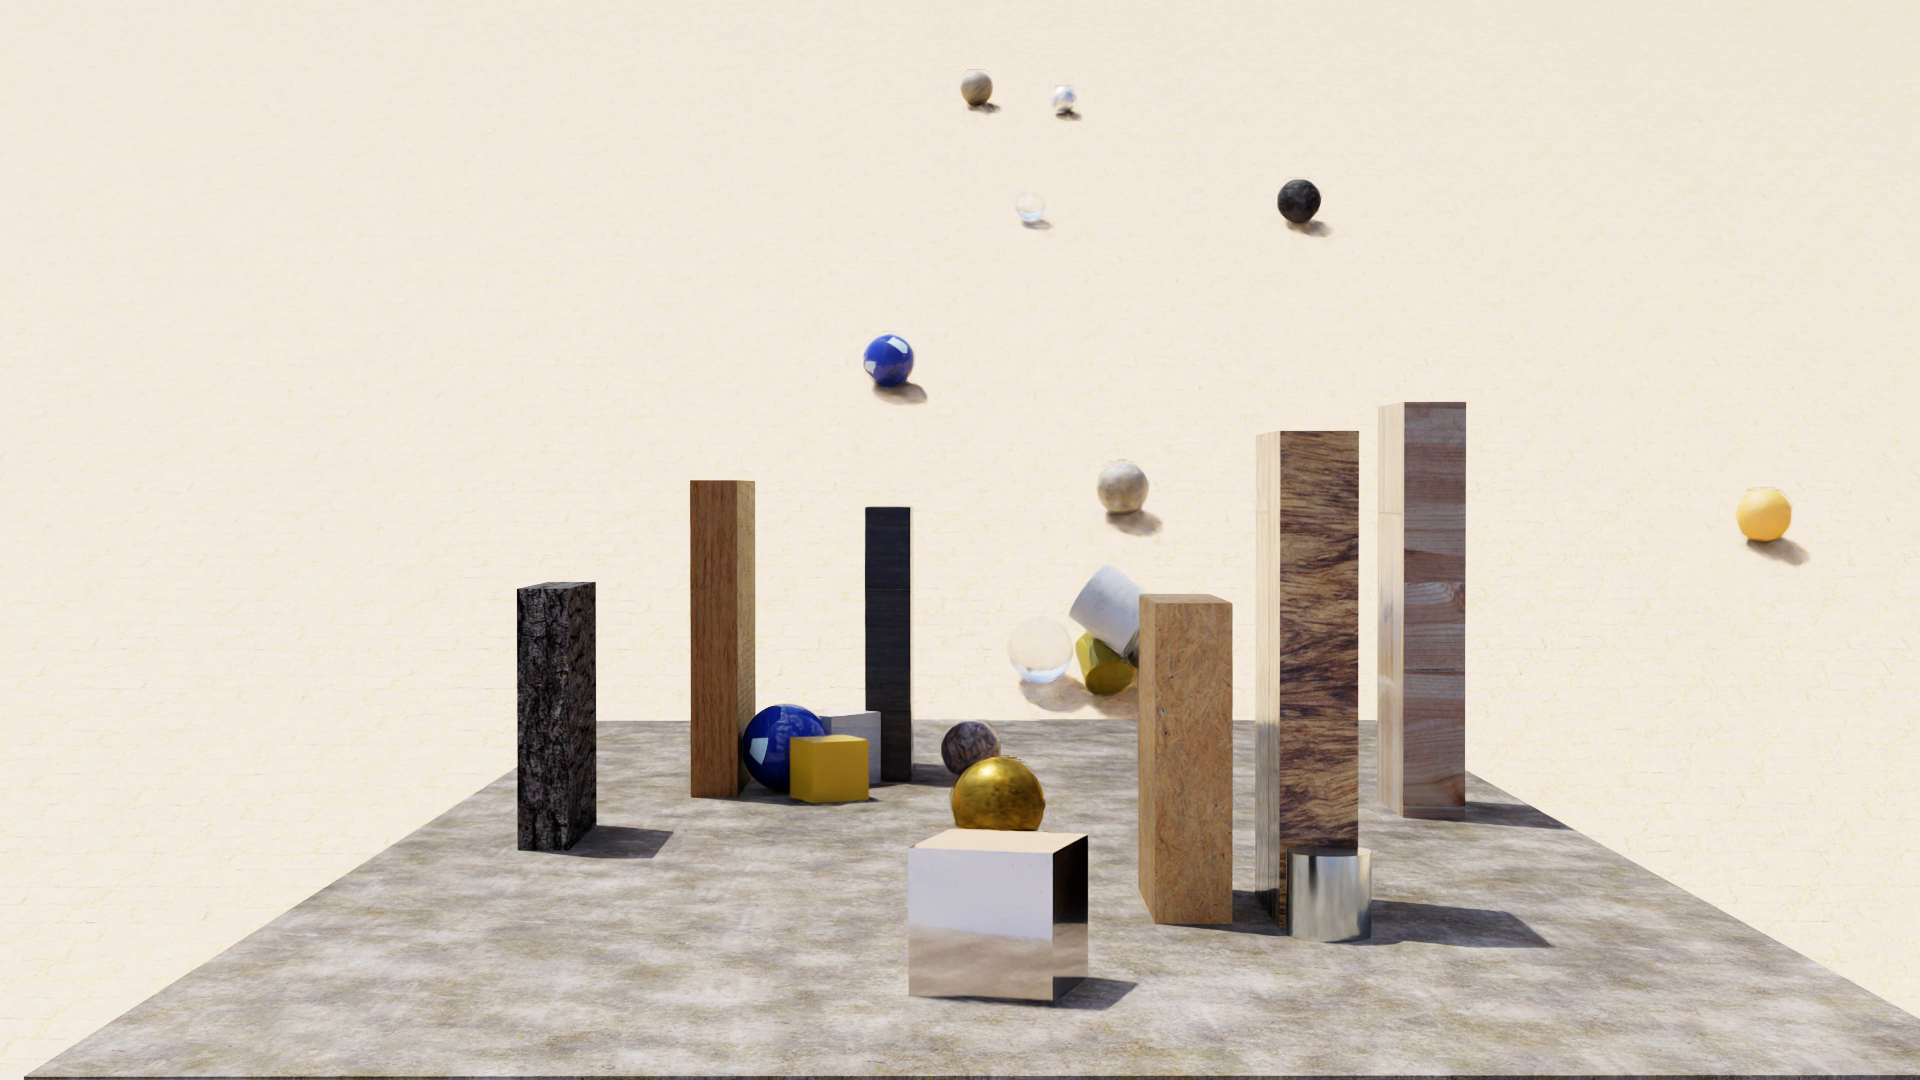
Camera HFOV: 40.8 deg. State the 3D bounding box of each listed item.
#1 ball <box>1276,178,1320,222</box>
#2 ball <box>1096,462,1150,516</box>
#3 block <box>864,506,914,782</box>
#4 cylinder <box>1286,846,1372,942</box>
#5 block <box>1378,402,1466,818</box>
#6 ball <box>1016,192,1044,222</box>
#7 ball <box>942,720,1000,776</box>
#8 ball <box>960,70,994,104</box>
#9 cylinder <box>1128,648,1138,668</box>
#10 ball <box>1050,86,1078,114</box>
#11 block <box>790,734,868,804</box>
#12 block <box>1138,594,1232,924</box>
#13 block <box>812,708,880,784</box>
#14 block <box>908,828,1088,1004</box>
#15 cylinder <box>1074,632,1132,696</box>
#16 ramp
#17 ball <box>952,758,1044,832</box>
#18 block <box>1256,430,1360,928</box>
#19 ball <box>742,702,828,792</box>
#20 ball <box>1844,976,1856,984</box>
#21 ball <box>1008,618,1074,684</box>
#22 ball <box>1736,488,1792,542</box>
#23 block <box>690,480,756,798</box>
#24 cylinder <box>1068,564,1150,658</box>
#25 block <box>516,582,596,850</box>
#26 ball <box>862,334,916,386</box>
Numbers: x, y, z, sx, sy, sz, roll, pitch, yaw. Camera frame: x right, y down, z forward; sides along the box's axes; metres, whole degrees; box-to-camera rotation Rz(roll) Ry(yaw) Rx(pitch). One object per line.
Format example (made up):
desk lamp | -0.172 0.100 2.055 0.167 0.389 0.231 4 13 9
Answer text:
ball | 1.331 -1.332 10.136 0.172 0.172 0.172 0 27 0
ball | 0.493 -0.156 7.820 0.161 0.161 0.161 0 27 0
block | -0.145 0.206 5.373 0.092 0.553 0.349 0 1 0
cylinder | 0.485 0.465 3.397 0.111 0.111 0.111 0 1 0
block | 0.847 0.122 4.747 0.111 0.743 0.284 0 1 0
ball | 0.276 -1.313 10.159 0.116 0.116 0.116 0 27 0
ball | 0.022 0.425 5.239 0.120 0.120 0.120 0 27 0
ball | 0.075 -2.018 11.516 0.150 0.150 0.150 0 27 0
cylinder | 0.535 0.275 6.942 0.185 0.185 0.185 -12 29 -22
ball | 0.458 -1.944 11.404 0.119 0.119 0.119 0 27 0
block | -0.249 0.435 4.912 0.114 0.114 0.114 -1 1 -26
block | 0.315 0.299 3.644 0.105 0.434 0.320 0 1 0
block | -0.259 0.416 5.166 0.142 0.142 0.142 1 1 41
block | 0.047 0.441 3.050 0.172 0.172 0.172 0 1 17
cylinder | 0.382 0.325 6.876 0.130 0.130 0.130 -5 40 -10
ramp | 0.061 0.548 4.584 2.000 0.100 4.000 0 1 0
ball | 0.062 0.429 4.197 0.152 0.152 0.152 0 27 0
block | 0.480 0.184 3.587 0.106 0.665 0.279 0 1 0
ball | -0.339 0.403 5.026 0.173 0.173 0.173 0 27 0
ball | 1.861 1.009 5.515 0.164 0.164 0.164 0 27 0
ball | 0.216 0.296 6.912 0.176 0.176 0.176 0 27 0
ball | 2.386 -0.073 7.658 0.160 0.160 0.160 0 27 0
block | -0.470 0.184 5.143 0.090 0.606 0.443 0 1 0
cylinder | 0.411 0.185 6.781 0.179 0.179 0.179 37 38 14
block | -0.679 0.289 4.363 0.084 0.426 0.324 0 1 0
ball | -0.239 -0.605 8.692 0.177 0.177 0.177 0 27 0
